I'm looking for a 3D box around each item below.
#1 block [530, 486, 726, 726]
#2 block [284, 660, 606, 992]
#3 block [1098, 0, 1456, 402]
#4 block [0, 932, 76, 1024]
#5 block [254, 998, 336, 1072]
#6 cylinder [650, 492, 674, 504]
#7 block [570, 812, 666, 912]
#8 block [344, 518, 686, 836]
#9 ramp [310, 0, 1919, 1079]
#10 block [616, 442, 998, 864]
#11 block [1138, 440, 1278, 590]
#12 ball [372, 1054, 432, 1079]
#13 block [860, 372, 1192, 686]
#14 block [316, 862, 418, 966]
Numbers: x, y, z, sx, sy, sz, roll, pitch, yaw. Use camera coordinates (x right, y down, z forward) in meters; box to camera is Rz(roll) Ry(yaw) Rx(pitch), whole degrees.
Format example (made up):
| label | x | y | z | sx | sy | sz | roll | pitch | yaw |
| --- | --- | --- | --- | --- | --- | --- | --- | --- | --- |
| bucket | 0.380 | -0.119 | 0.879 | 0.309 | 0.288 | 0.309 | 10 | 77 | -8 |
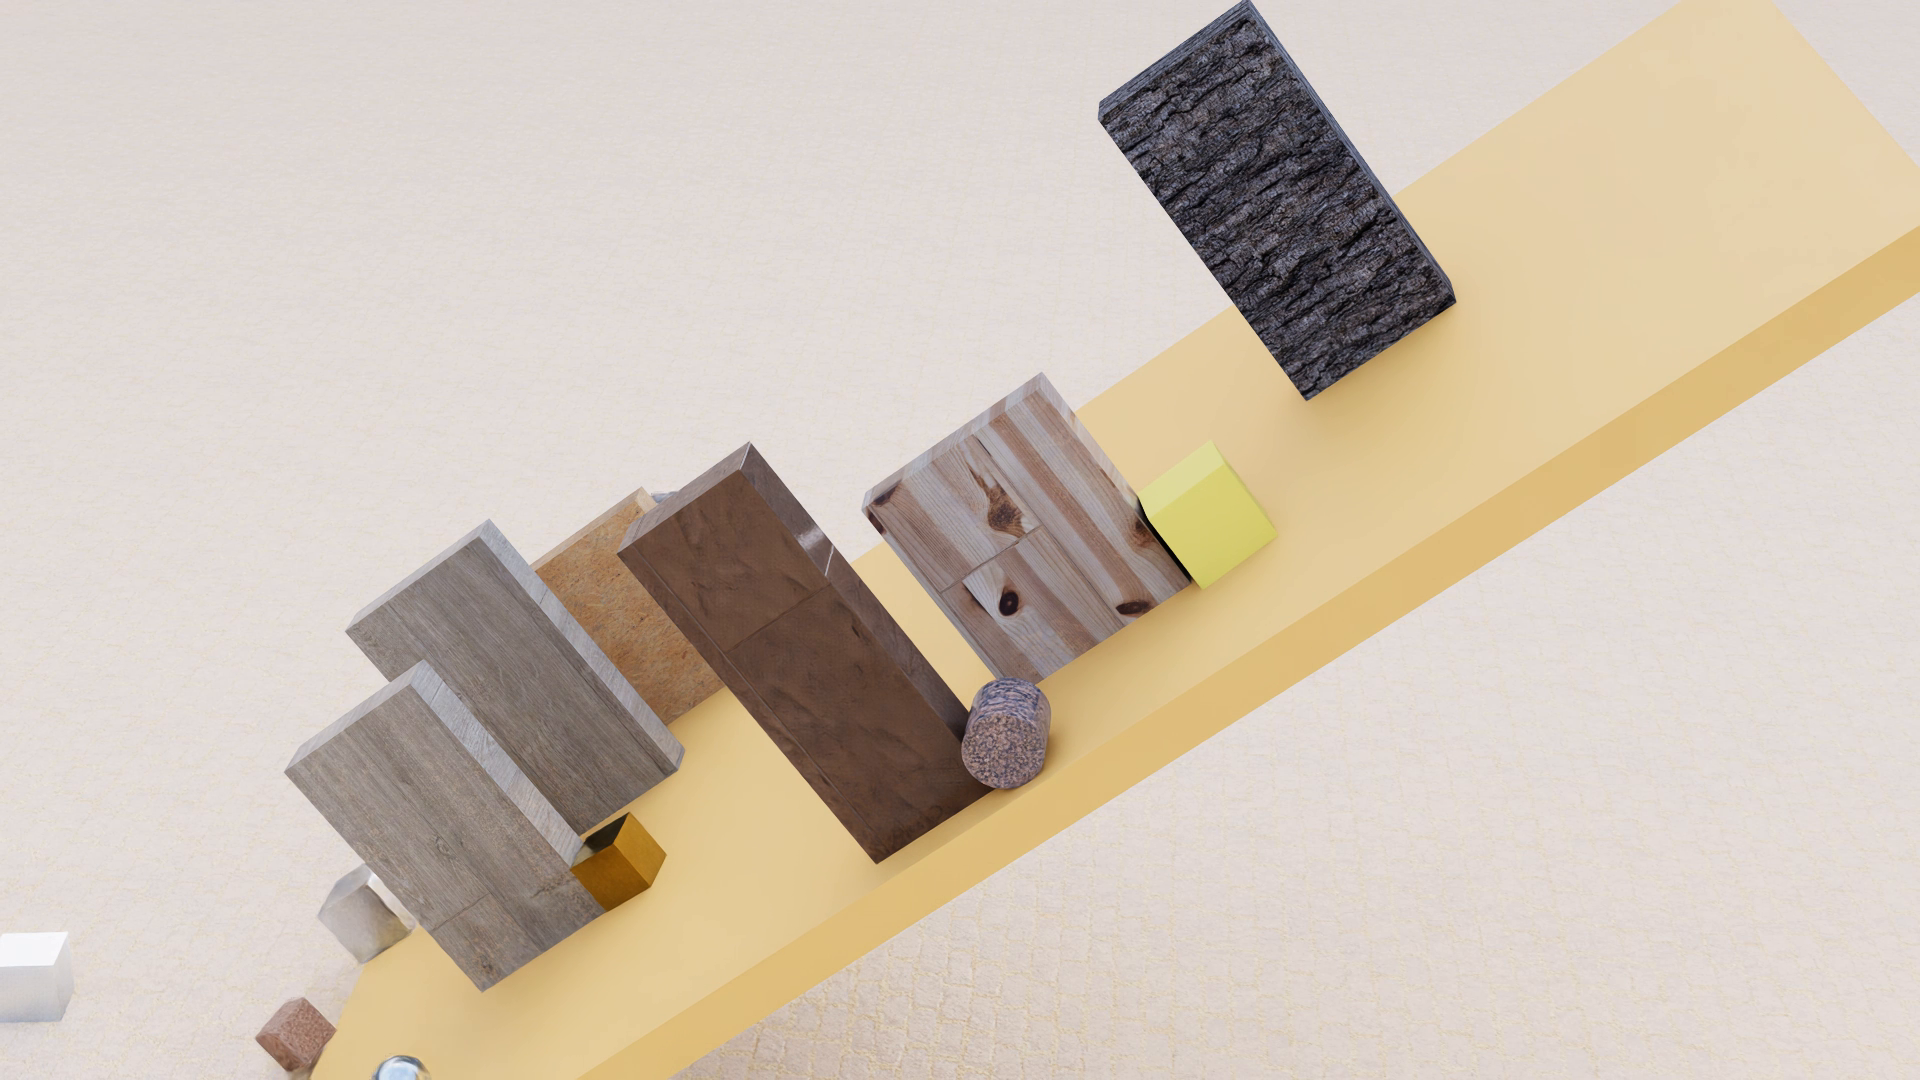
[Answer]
| label | x | y | z | sx | sy | sz | roll | pitch | yaw |
| --- | --- | --- | --- | --- | --- | --- | --- | --- | --- |
| block | -0.765 | 0.175 | 7.199 | 0.359 | 0.508 | 0.097 | -34 | 16 | 16 |
| block | -1.100 | 0.626 | 6.389 | 0.363 | 0.662 | 0.127 | -34 | 16 | 16 |
| block | 0.652 | -0.695 | 6.039 | 0.371 | 0.741 | 0.147 | -34 | 16 | 16 |
| block | -2.273 | 1.071 | 7.203 | 0.158 | 0.158 | 0.158 | -1 | 22 | -3 |
| block | -1.566 | 1.166 | 6.933 | 0.114 | 0.114 | 0.114 | -23 | 23 | 49 |
| cylinder | -0.935 | -0.068 | 9.919 | 0.196 | 0.196 | 0.196 | -8 | 24 | -19 |
| block | -0.740 | 0.698 | 6.375 | 0.129 | 0.129 | 0.129 | -31 | 17 | 24 |
| block | -1.038 | 0.355 | 6.894 | 0.414 | 0.727 | 0.108 | -34 | 16 | 16 |
| ramp | 0.130 | 0.178 | 6.319 | 4.000 | 0.100 | 2.000 | -34 | 16 | 16 |
| block | -0.272 | 0.215 | 5.469 | 0.286 | 0.778 | 0.144 | -34 | 16 | 16 |
| block | 0.475 | -0.050 | 5.664 | 0.179 | 0.179 | 0.179 | -36 | 16 | 7 |
| ball | -1.159 | 1.130 | 6.099 | 0.124 | 0.124 | 0.124 | 0 | 22 | 0 |
| block | 0.131 | -0.004 | 5.720 | 0.430 | 0.493 | 0.095 | -34 | 16 | 16 |
| block | -1.454 | 0.910 | 7.301 | 0.171 | 0.171 | 0.171 | -33 | 16 | 19 |
